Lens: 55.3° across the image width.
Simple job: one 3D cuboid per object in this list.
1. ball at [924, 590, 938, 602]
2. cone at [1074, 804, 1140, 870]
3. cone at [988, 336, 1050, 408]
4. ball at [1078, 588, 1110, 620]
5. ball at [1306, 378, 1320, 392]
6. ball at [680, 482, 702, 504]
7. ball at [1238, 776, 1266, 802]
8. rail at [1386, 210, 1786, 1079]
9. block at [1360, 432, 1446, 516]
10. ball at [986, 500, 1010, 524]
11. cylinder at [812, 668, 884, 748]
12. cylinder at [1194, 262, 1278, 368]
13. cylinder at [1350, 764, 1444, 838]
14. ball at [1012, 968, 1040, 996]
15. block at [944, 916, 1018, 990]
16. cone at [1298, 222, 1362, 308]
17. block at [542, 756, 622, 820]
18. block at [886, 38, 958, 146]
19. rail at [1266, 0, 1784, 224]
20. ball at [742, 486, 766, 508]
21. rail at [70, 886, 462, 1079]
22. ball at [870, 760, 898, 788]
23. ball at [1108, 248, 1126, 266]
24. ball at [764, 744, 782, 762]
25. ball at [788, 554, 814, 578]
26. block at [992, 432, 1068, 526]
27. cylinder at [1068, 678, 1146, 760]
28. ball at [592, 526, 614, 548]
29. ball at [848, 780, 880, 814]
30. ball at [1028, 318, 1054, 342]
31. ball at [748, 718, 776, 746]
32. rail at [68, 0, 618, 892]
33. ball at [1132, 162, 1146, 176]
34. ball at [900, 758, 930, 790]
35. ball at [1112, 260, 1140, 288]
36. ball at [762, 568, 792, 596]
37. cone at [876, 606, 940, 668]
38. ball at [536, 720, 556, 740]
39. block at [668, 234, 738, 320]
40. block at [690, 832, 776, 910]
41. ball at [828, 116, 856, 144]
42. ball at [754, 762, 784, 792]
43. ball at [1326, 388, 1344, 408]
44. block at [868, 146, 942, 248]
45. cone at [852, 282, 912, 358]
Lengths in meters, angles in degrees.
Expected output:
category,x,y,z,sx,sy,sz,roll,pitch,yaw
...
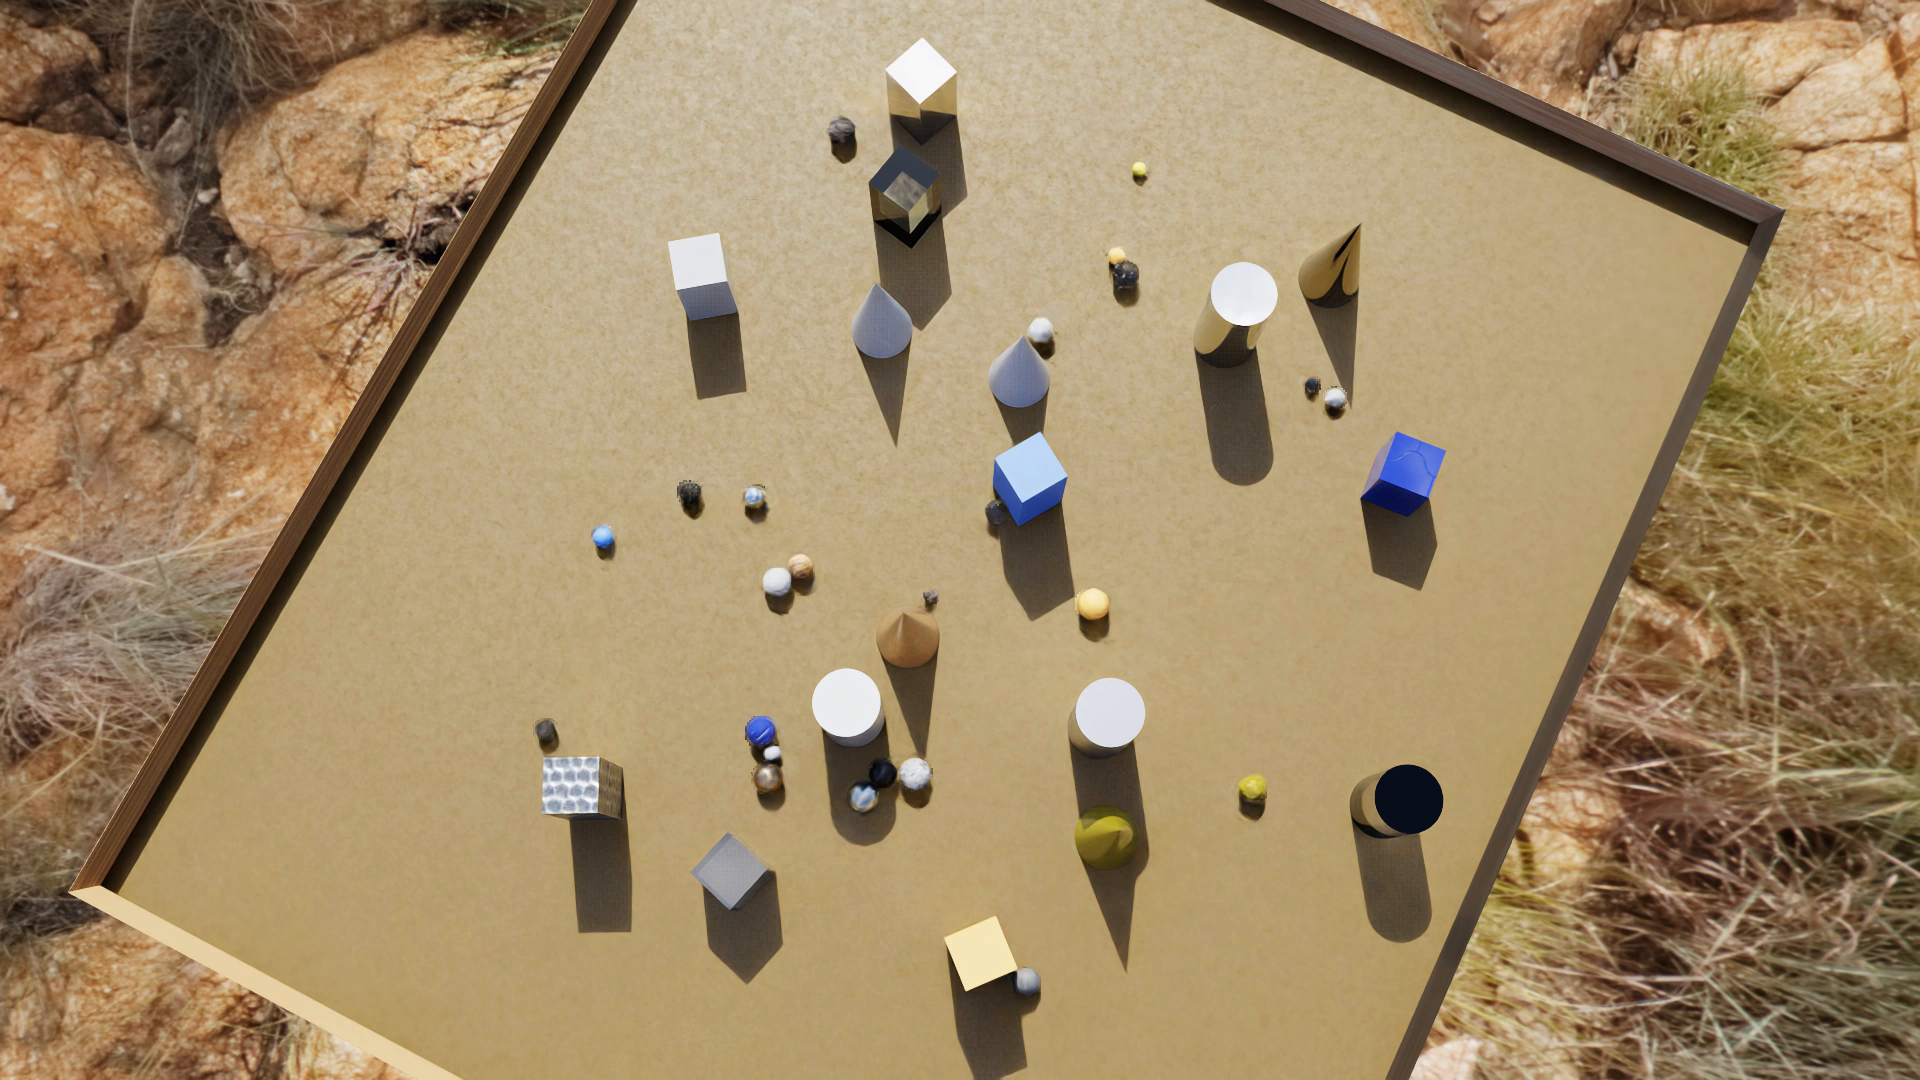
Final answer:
category,x,y,z,sx,sy,sz,roll,pitch,yaw
ball,-0.090,0.170,5.560,0.042,0.042,0.042,0,78,0
cone,0.436,0.836,5.217,0.193,0.443,0.193,0,78,0
cone,0.185,-0.550,5.512,0.193,0.428,0.193,0,78,0
ball,0.402,0.194,5.527,0.096,0.096,0.096,0,78,0
ball,1.095,-0.483,5.694,0.044,0.044,0.044,0,78,0
ball,-0.825,-0.146,5.612,0.069,0.069,0.069,0,78,0
ball,0.864,0.737,5.422,0.081,0.081,0.081,0,78,0
rail,1.618,0.799,5.386,0.045,0.126,4.164,26,80,5
block,1.333,-0.196,5.524,0.155,0.260,0.155,22,79,4
ball,0.114,-0.086,5.596,0.074,0.074,0.074,0,78,0
cylinder,-0.322,0.493,5.348,0.193,0.326,0.193,0,78,0
cylinder,0.827,-0.674,5.540,0.193,0.422,0.193,0,78,0
cylinder,1.255,0.758,5.288,0.193,0.336,0.193,0,78,0
ball,0.190,1.280,5.309,0.083,0.083,0.083,0,78,0
block,0.058,1.173,5.211,0.155,0.319,0.155,-22,79,-4
cone,1.164,-0.872,5.551,0.193,0.482,0.193,0,78,0
block,-1.084,0.719,5.281,0.155,0.365,0.155,-1,78,0
block,-0.119,-1.402,5.748,0.155,0.310,0.155,-43,81,-8
rail,0.920,-1.796,5.923,3.665,0.126,0.045,26,80,5
ball,-0.630,-0.132,5.607,0.071,0.071,0.071,0,78,0
rail,-0.920,1.809,5.177,3.665,0.126,0.045,26,80,5
ball,-0.228,0.694,5.431,0.083,0.083,0.083,0,78,0
ball,0.494,-0.893,5.773,0.056,0.056,0.056,0,78,0
ball,-0.559,0.636,5.458,0.052,0.052,0.052,0,78,0
ball,-0.484,0.080,5.561,0.076,0.076,0.076,0,78,0
block,0.207,-0.179,5.484,0.155,0.331,0.155,-30,80,-6
cylinder,0.419,0.521,5.299,0.193,0.410,0.193,0,78,0
ball,-1.087,-0.008,5.586,0.063,0.063,0.063,0,78,0
ball,-0.284,0.759,5.405,0.097,0.097,0.097,0,78,0
ball,0.253,-0.654,5.712,0.078,0.078,0.078,0,78,0
ball,-0.590,0.572,5.454,0.087,0.087,0.087,0,78,0
rail,-1.618,-0.786,5.714,0.045,0.126,4.164,26,80,5
ball,0.571,-1.183,5.838,0.045,0.045,0.045,0,78,0
ball,-0.134,0.692,5.426,0.092,0.092,0.092,0,78,0
ball,0.520,-0.832,5.744,0.087,0.087,0.087,0,78,0
ball,-0.553,0.126,5.546,0.088,0.088,0.088,0,78,0
cone,-0.158,0.248,5.333,0.193,0.455,0.193,0,78,0
ball,-1.236,0.567,5.468,0.061,0.061,0.061,0,78,0
block,-0.787,-0.806,5.636,0.155,0.289,0.155,-11,79,-2
block,-0.654,0.959,5.296,0.155,0.238,0.155,42,81,8
ball,-0.378,-1.307,5.843,0.086,0.086,0.086,0,78,0
ball,-0.567,0.704,5.426,0.088,0.088,0.088,0,78,0
ball,1.163,-0.439,5.678,0.058,0.058,0.058,0,78,0
block,-0.168,-1.060,5.679,0.155,0.307,0.155,37,81,7
cone,-0.245,-0.707,5.540,0.193,0.436,0.193,0,78,0
